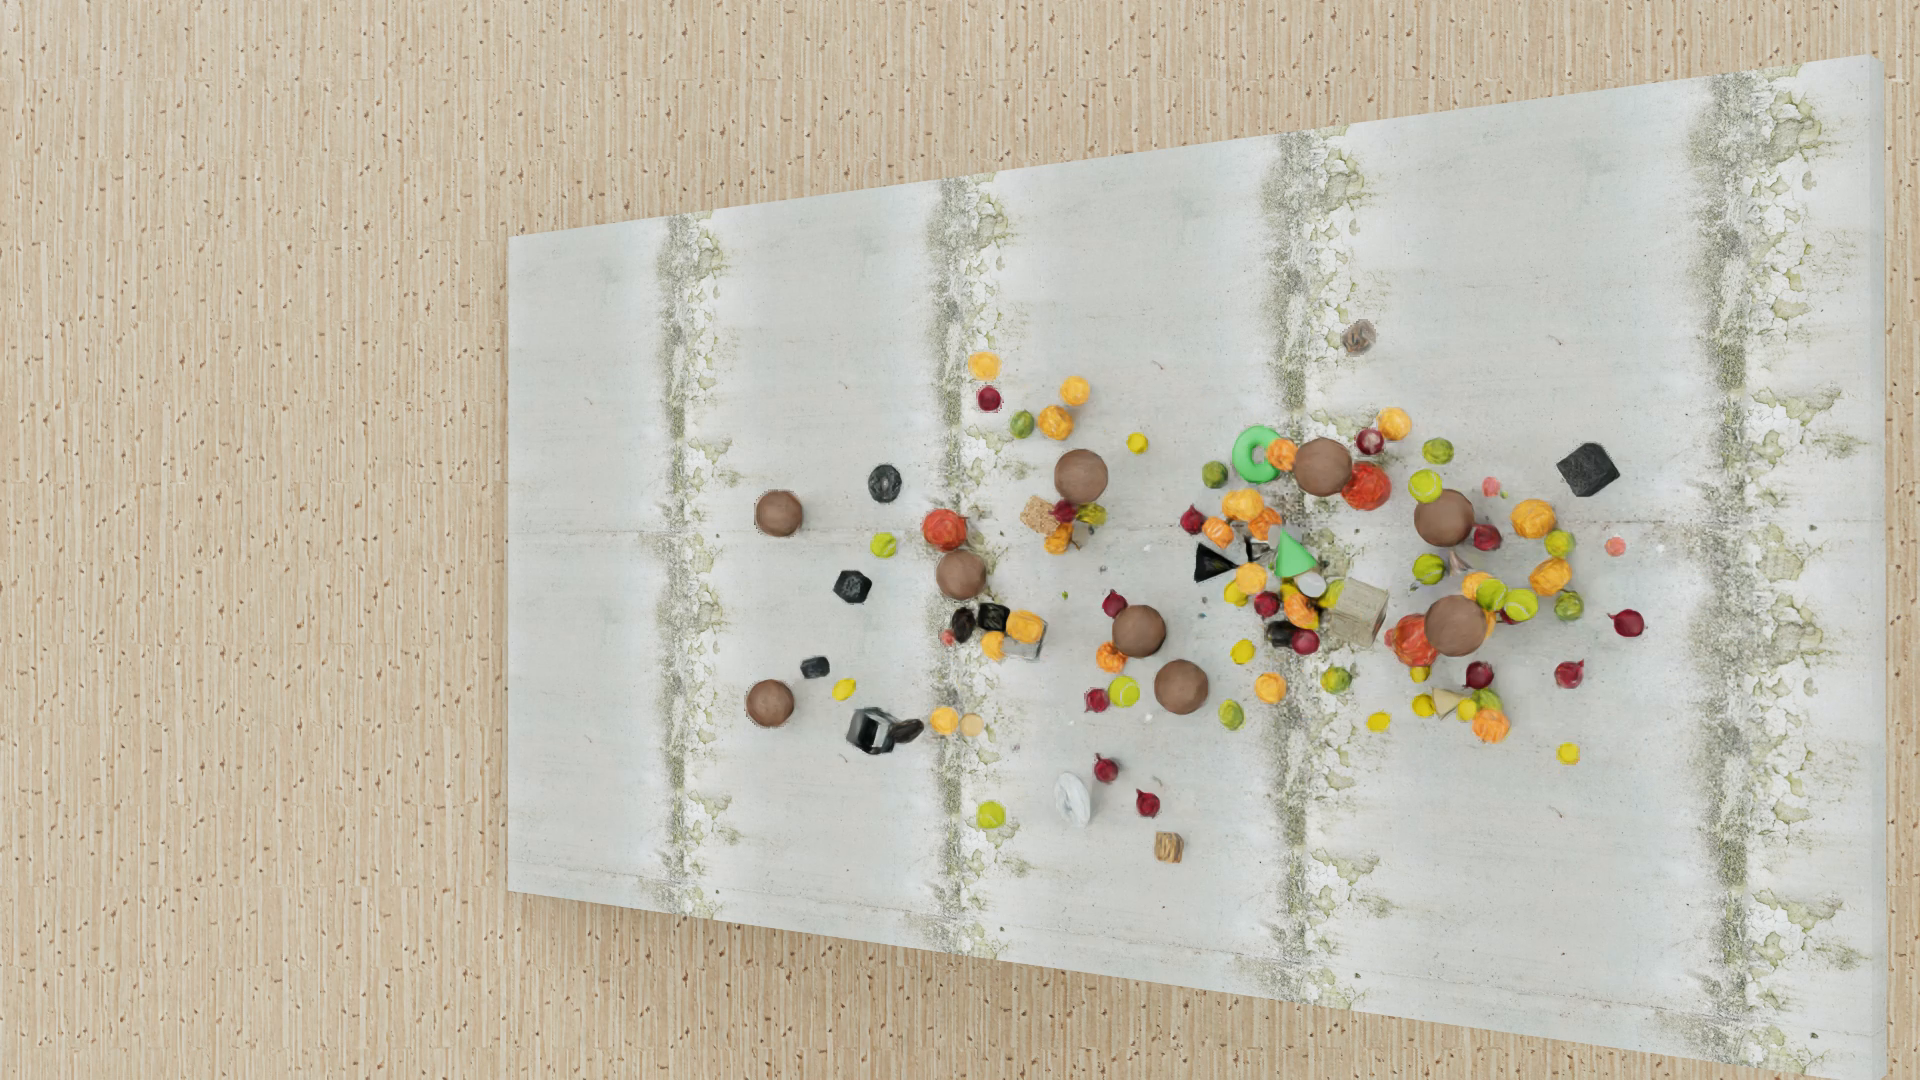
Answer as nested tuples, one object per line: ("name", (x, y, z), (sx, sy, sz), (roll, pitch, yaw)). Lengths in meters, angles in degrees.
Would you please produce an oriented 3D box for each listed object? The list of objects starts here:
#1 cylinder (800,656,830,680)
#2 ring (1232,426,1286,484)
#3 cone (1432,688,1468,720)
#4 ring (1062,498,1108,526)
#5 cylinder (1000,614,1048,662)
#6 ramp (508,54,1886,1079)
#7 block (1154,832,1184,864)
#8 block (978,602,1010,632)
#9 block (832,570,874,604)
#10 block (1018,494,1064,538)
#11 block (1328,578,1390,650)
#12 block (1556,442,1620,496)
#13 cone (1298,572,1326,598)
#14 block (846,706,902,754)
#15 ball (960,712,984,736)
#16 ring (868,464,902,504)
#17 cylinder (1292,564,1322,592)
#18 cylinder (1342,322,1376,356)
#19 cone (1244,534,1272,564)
("cylinder", (-0.390, 0.344, 5.919), (0.055, 0.055, 0.055), (-14, 90, 37))
("ring", (0.691, -0.197, 5.084), (0.136, 0.045, 0.136), (0, 91, 39))
("cone", (1.068, 0.345, 4.761), (0.074, 0.074, 0.074), (-16, 90, 21))
("ring", (0.302, -0.069, 5.320), (0.116, 0.116, 0.039), (20, 79, 0))
("cylinder", (0.158, 0.241, 5.451), (0.098, 0.098, 0.098), (14, 84, 0))
("ramp", (0.223, 0.063, 5.540), (4.000, 0.100, 2.000), (0, 90, 38))
("block", (0.495, 0.728, 5.207), (0.055, 0.055, 0.055), (7, 101, -8))
("block", (0.085, 0.194, 5.533), (0.059, 0.059, 0.059), (6, 96, -21))
("block", (-0.284, 0.124, 5.833), (0.064, 0.064, 0.064), (38, 112, 32))
("block", (0.198, -0.058, 5.343), (0.067, 0.067, 0.067), (25, 102, -33))
("block", (0.859, 0.157, 4.729), (0.093, 0.093, 0.093), (21, 55, 18))
("block", (1.308, -0.146, 4.579), (0.079, 0.079, 0.079), (-41, 66, 30))
("cone", (0.784, 0.115, 4.950), (0.063, 0.063, 0.063), (3, 61, -6))
("block", (-0.227, 0.500, 5.768), (0.091, 0.091, 0.091), (28, 106, 35))
("ball", (0.030, 0.469, 5.584), (0.061, 0.061, 0.061), (0, 90, 0))
("ring", (-0.198, -0.148, 5.786), (0.105, 0.035, 0.105), (-2, 88, 39))
("cylinder", (0.787, 0.084, 4.980), (0.053, 0.053, 0.053), (-18, 90, 26))
("cylinder", (0.893, -0.451, 4.920), (0.055, 0.055, 0.055), (-36, 90, 34))
("cone", (0.700, 0.017, 5.083), (0.072, 0.072, 0.072), (-10, 90, 11))
